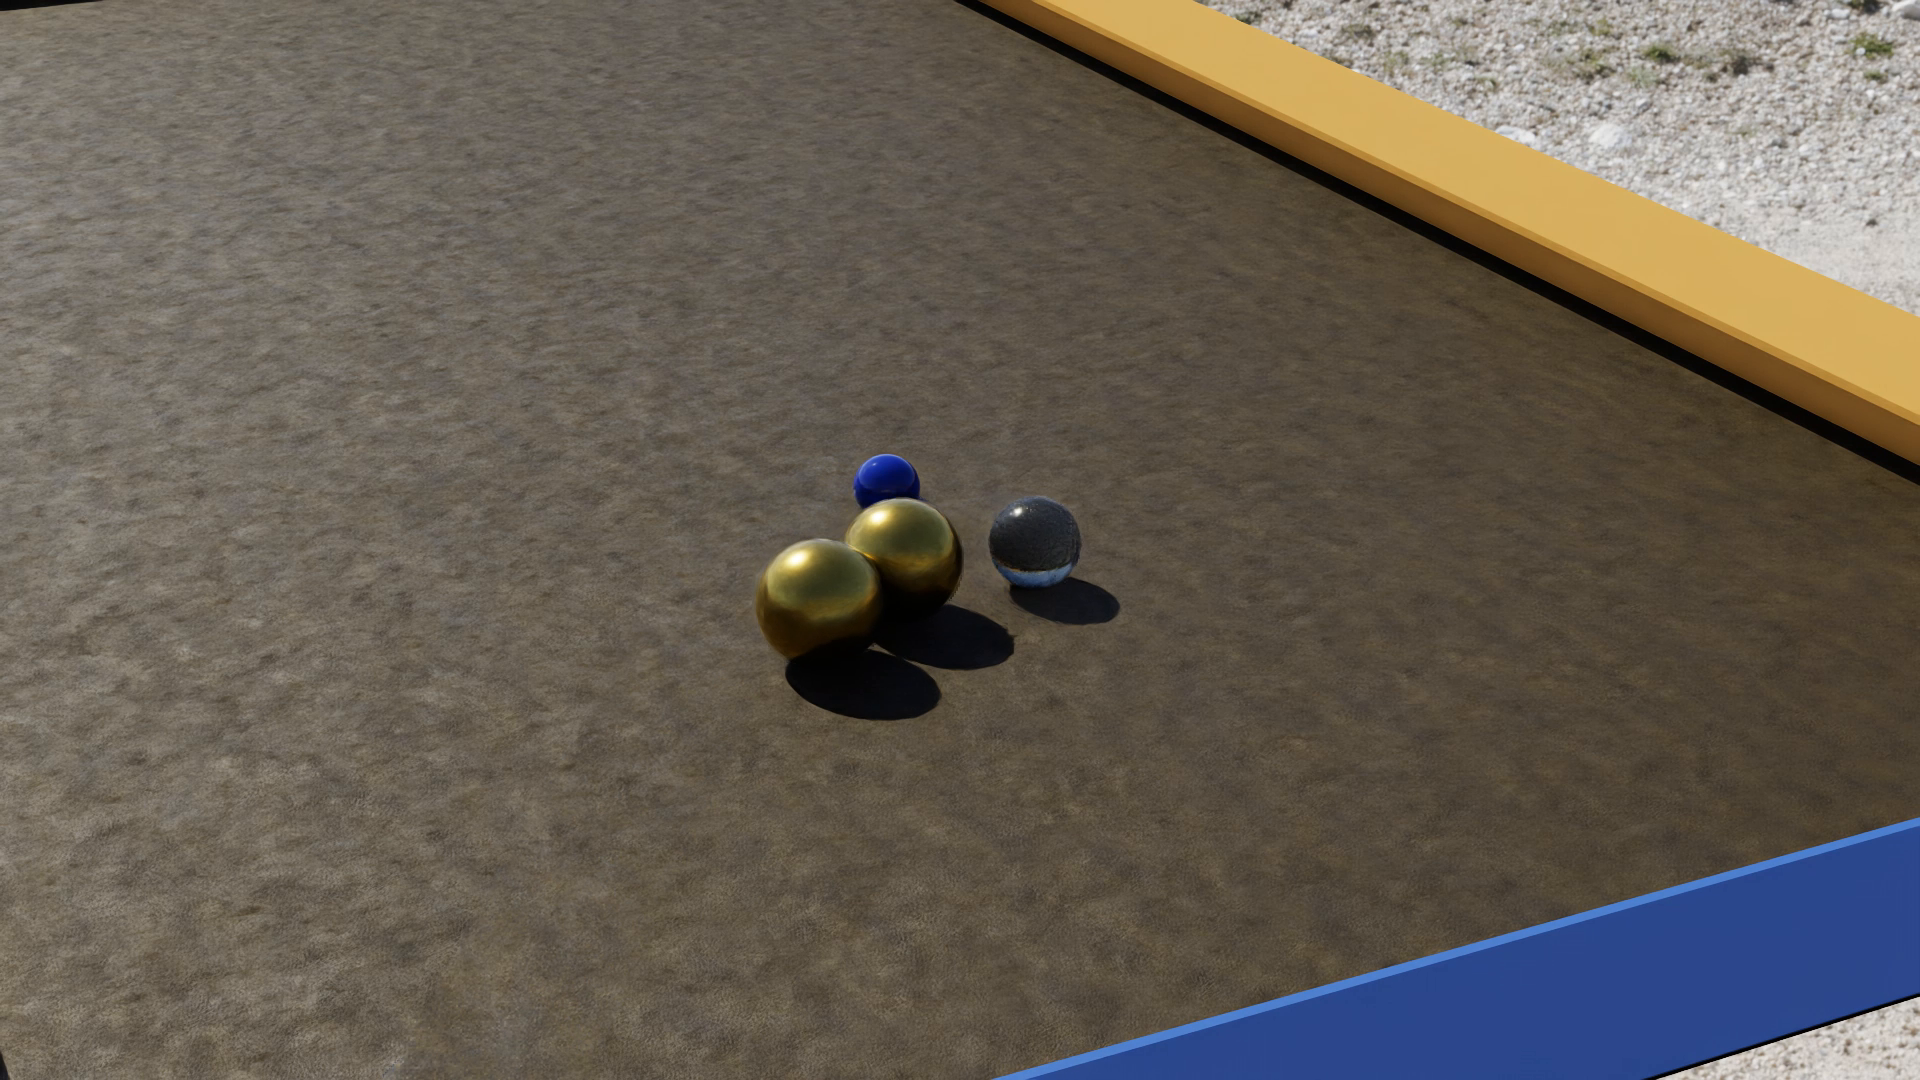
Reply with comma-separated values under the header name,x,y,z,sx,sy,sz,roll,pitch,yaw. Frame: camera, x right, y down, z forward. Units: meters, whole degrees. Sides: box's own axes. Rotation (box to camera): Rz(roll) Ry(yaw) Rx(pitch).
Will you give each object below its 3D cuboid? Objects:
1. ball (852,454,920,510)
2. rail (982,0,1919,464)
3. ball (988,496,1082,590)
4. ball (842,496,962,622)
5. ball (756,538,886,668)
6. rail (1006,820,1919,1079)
name,x,y,z,sx,sy,sz,roll,pitch,yaw
ball,-0.057,-0.041,2.277,0.053,0.053,0.053,0,24,0
rail,0.380,-0.431,3.062,0.045,0.118,2.932,-11,27,-24
ball,0.055,0.002,2.163,0.069,0.069,0.069,0,24,0
ball,-0.043,0.014,2.111,0.089,0.089,0.089,0,24,0
ball,-0.096,0.044,2.043,0.091,0.091,0.091,0,24,0
rail,0.310,0.241,1.569,1.606,0.118,0.045,-11,27,-24
